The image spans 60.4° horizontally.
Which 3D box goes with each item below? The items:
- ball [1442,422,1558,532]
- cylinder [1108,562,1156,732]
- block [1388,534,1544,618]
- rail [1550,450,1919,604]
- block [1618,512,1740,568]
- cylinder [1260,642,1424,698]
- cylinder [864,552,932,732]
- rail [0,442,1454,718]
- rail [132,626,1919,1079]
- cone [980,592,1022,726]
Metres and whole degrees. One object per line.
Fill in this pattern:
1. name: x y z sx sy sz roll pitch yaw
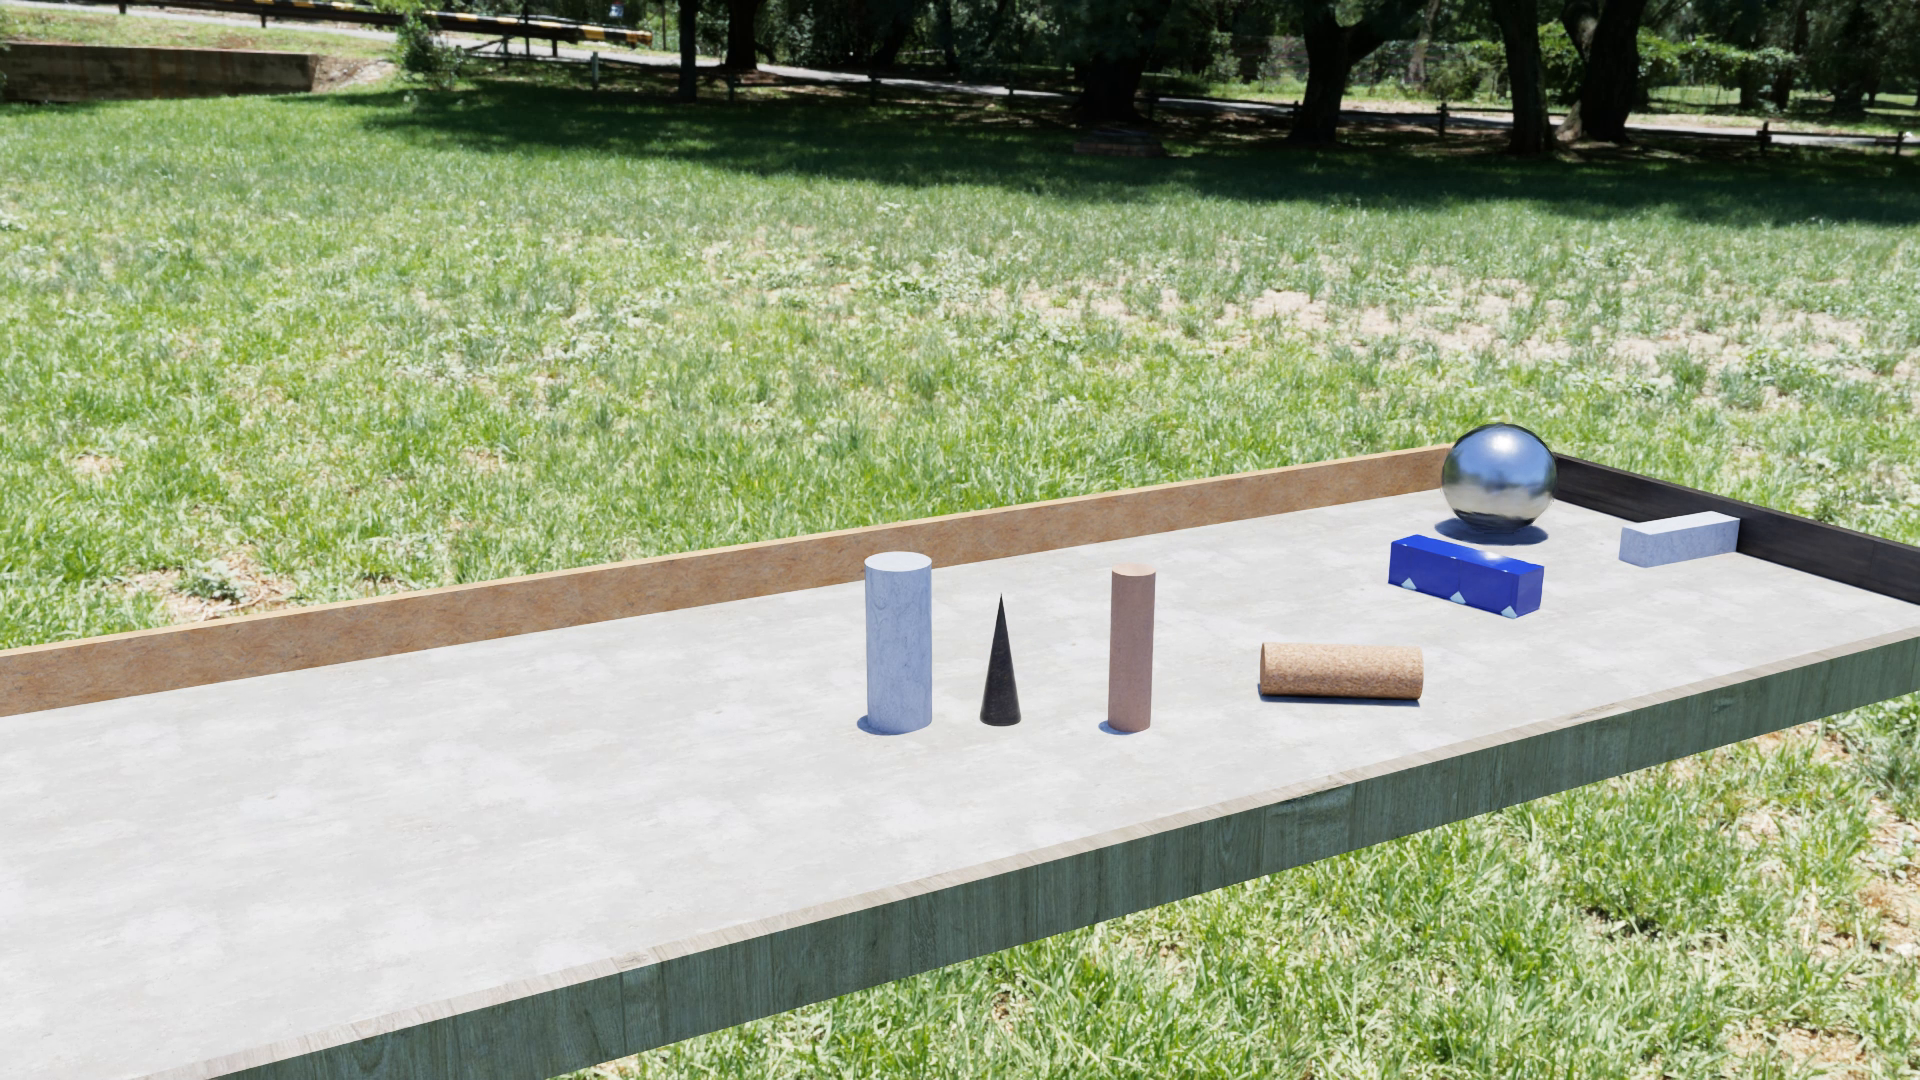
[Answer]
1. ball: 1.768 -0.205 5.411 0.361 0.361 0.361 0 16 0
2. cylinder: 0.398 0.250 3.828 0.100 0.381 0.100 0 16 0
3. block: 1.463 0.101 4.785 0.128 0.128 0.426 -13 21 -38
4. rail: 2.466 -0.048 5.253 0.050 0.150 2.100 -9 18 -27
5. block: 2.258 -0.003 5.176 0.396 0.107 0.107 -8 18 -25
6. cylinder: 0.932 0.319 4.041 0.377 0.128 0.128 1 16 5
7. cylinder: -0.142 0.237 3.850 0.154 0.393 0.154 0 16 0
8. rail: -3.305 0.497 3.399 12.000 0.150 0.050 -9 18 -27
9. rail: -2.336 1.006 1.665 12.000 0.150 0.050 -9 18 -27
10. cone: 0.096 0.271 3.869 0.101 0.318 0.101 0 16 0
